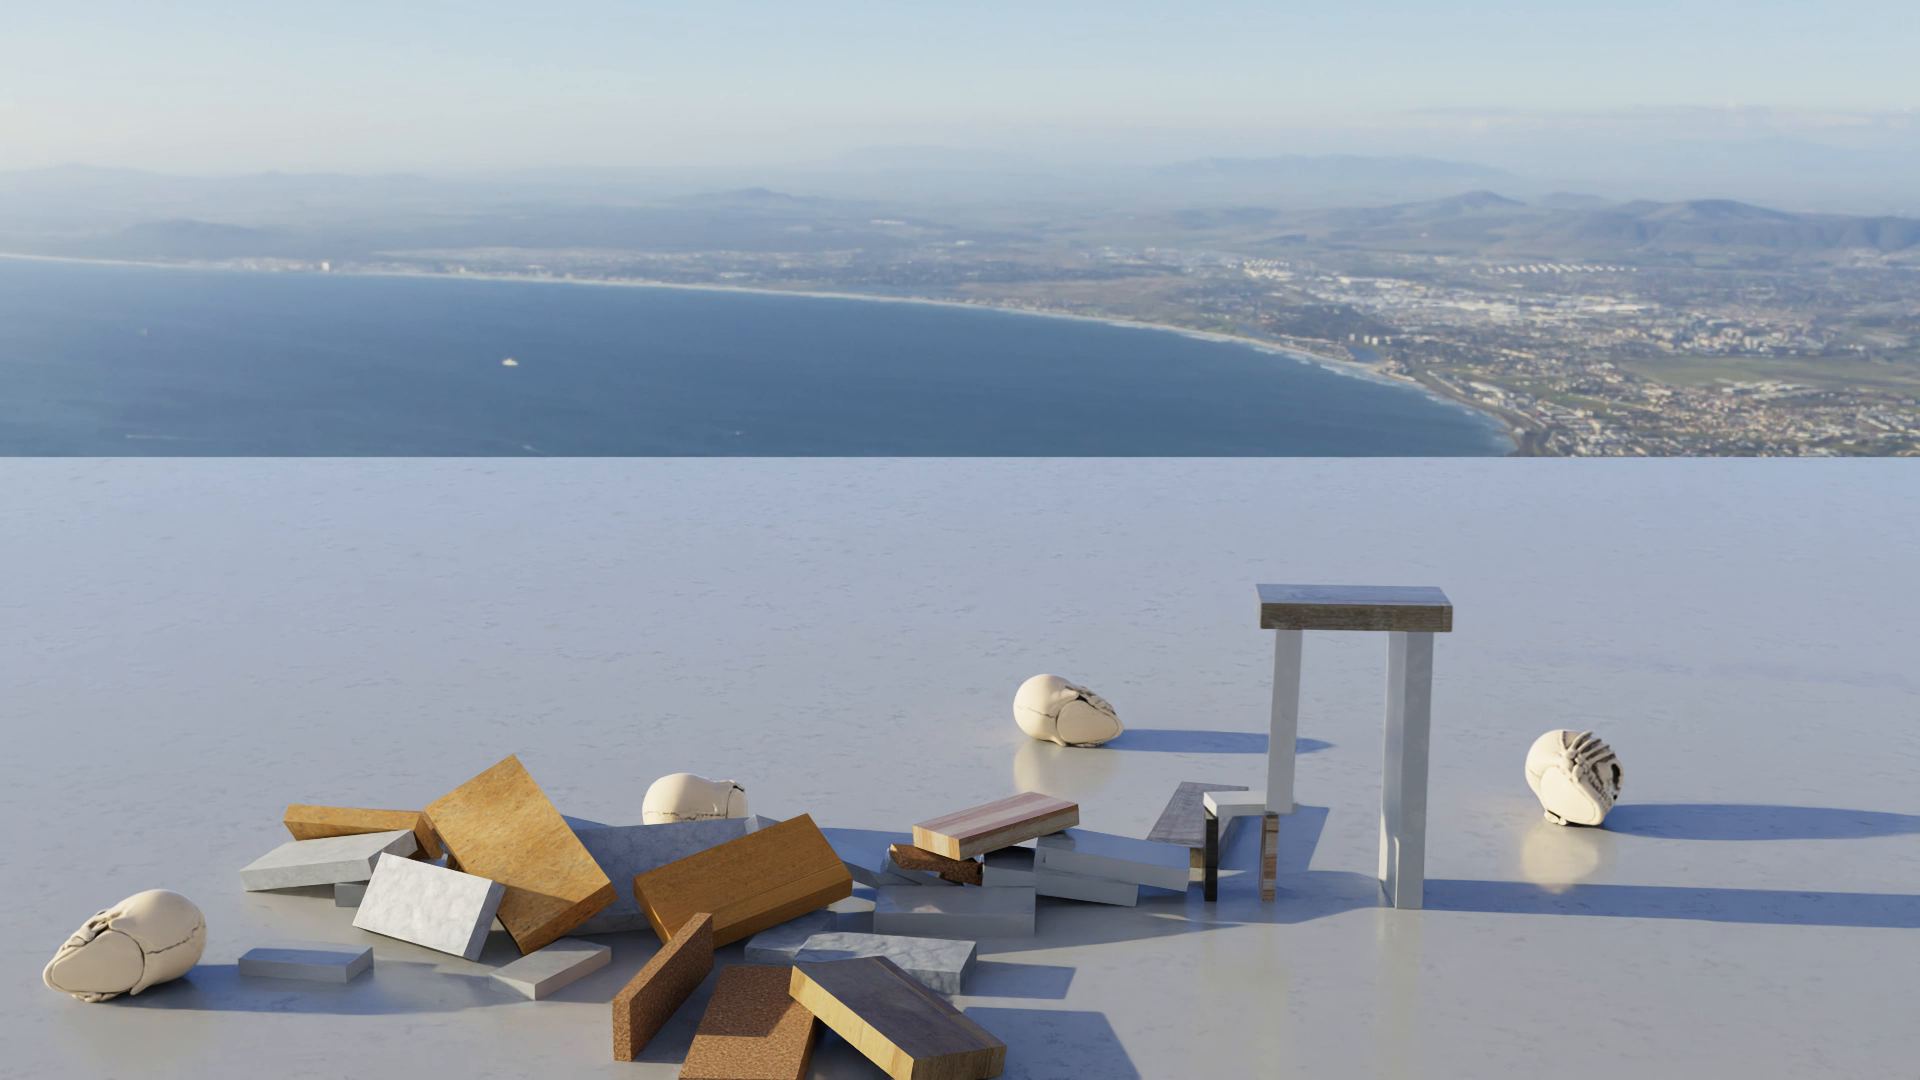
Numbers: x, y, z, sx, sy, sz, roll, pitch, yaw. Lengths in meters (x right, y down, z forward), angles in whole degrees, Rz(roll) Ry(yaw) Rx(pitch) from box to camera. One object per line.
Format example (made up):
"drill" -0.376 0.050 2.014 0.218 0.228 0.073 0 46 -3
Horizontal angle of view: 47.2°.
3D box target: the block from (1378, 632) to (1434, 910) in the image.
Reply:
"block" 0.735 0.361 3.628 0.043 0.465 0.152 0 11 0

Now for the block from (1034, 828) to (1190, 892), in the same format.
"block" 0.255 0.529 3.673 0.255 0.036 0.127 9 10 4

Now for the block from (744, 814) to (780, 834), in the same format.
"block" -0.277 0.517 3.638 0.026 0.091 0.182 -35 -35 23

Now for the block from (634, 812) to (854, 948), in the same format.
"block" -0.341 0.545 3.460 0.307 0.043 0.153 -18 46 -27

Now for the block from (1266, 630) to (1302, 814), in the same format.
"block" 0.535 0.280 3.624 0.043 0.303 0.152 3 11 9

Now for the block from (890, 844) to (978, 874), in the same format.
"block" -0.043 0.529 3.650 0.133 0.019 0.067 7 11 -21

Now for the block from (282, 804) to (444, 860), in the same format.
"block" -1.025 0.510 3.783 0.244 0.122 0.035 2 51 13

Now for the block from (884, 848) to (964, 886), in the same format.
"block" -0.060 0.555 3.671 0.133 0.019 0.067 21 8 -8

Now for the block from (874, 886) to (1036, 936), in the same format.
"block" -0.007 0.596 3.538 0.255 0.036 0.127 0 11 3

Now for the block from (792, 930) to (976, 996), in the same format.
"block" -0.112 0.637 3.319 0.255 0.036 0.127 2 11 11

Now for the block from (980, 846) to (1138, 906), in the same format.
"block" 0.163 0.555 3.660 0.255 0.036 0.127 8 10 -2

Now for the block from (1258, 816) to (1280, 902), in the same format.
"block" 0.513 0.521 3.654 0.020 0.141 0.071 2 11 2

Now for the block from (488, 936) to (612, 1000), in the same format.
"block" -0.616 0.644 3.310 0.088 0.025 0.176 6 12 29

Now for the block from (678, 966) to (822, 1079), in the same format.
"block" -0.280 0.684 3.045 0.153 0.043 0.390 0 11 3

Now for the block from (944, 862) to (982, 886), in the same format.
"block" 0.038 0.561 3.687 0.133 0.019 0.067 13 10 -5

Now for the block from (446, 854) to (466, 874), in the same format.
"block" -0.712 0.542 3.676 0.261 0.037 0.131 13 11 1

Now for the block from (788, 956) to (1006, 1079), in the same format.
"block" -0.089 0.661 3.033 0.153 0.043 0.307 1 13 -36

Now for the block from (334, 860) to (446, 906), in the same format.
"block" -0.894 0.571 3.669 0.261 0.037 0.131 0 11 0

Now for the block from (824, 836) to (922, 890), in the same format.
"block" -0.153 0.545 3.642 0.182 0.026 0.091 22 8 -13

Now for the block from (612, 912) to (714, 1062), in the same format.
"block" -0.424 0.639 3.167 0.025 0.088 0.349 2 11 12

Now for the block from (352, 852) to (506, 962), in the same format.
"block" -0.830 0.572 3.435 0.244 0.122 0.035 7 -21 33

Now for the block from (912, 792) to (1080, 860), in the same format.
"block" 0.061 0.478 3.687 0.255 0.036 0.127 -11 11 -36

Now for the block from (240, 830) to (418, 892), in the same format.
"block" -1.058 0.537 3.688 0.261 0.037 0.131 -8 11 22

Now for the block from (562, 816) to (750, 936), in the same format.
"block" -0.494 0.541 3.548 0.334 0.047 0.167 -3 49 -14

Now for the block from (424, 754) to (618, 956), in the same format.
"block" -0.700 0.497 3.493 0.167 0.047 0.334 -32 49 -19

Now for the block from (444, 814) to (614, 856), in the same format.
"block" -0.671 0.509 3.667 0.334 0.047 0.167 12 11 0

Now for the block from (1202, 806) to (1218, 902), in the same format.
"block" 0.416 0.521 3.654 0.020 0.141 0.071 0 11 2

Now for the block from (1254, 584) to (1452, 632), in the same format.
"block" 0.639 0.110 3.589 0.303 0.043 0.152 1 11 4

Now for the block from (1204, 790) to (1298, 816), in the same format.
"block" 0.484 0.438 3.655 0.141 0.020 0.071 0 11 -10

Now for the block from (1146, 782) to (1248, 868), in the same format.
"block" 0.431 0.513 3.982 0.127 0.036 0.384 3 11 15

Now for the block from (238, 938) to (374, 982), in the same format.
"block" -0.993 0.638 3.341 0.176 0.025 0.088 2 11 12

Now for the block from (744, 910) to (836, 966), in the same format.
"block" -0.263 0.620 3.438 0.091 0.026 0.182 3 11 13

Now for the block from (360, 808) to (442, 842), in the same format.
"block" -1.052 0.520 3.953 0.244 0.035 0.122 2 11 8
